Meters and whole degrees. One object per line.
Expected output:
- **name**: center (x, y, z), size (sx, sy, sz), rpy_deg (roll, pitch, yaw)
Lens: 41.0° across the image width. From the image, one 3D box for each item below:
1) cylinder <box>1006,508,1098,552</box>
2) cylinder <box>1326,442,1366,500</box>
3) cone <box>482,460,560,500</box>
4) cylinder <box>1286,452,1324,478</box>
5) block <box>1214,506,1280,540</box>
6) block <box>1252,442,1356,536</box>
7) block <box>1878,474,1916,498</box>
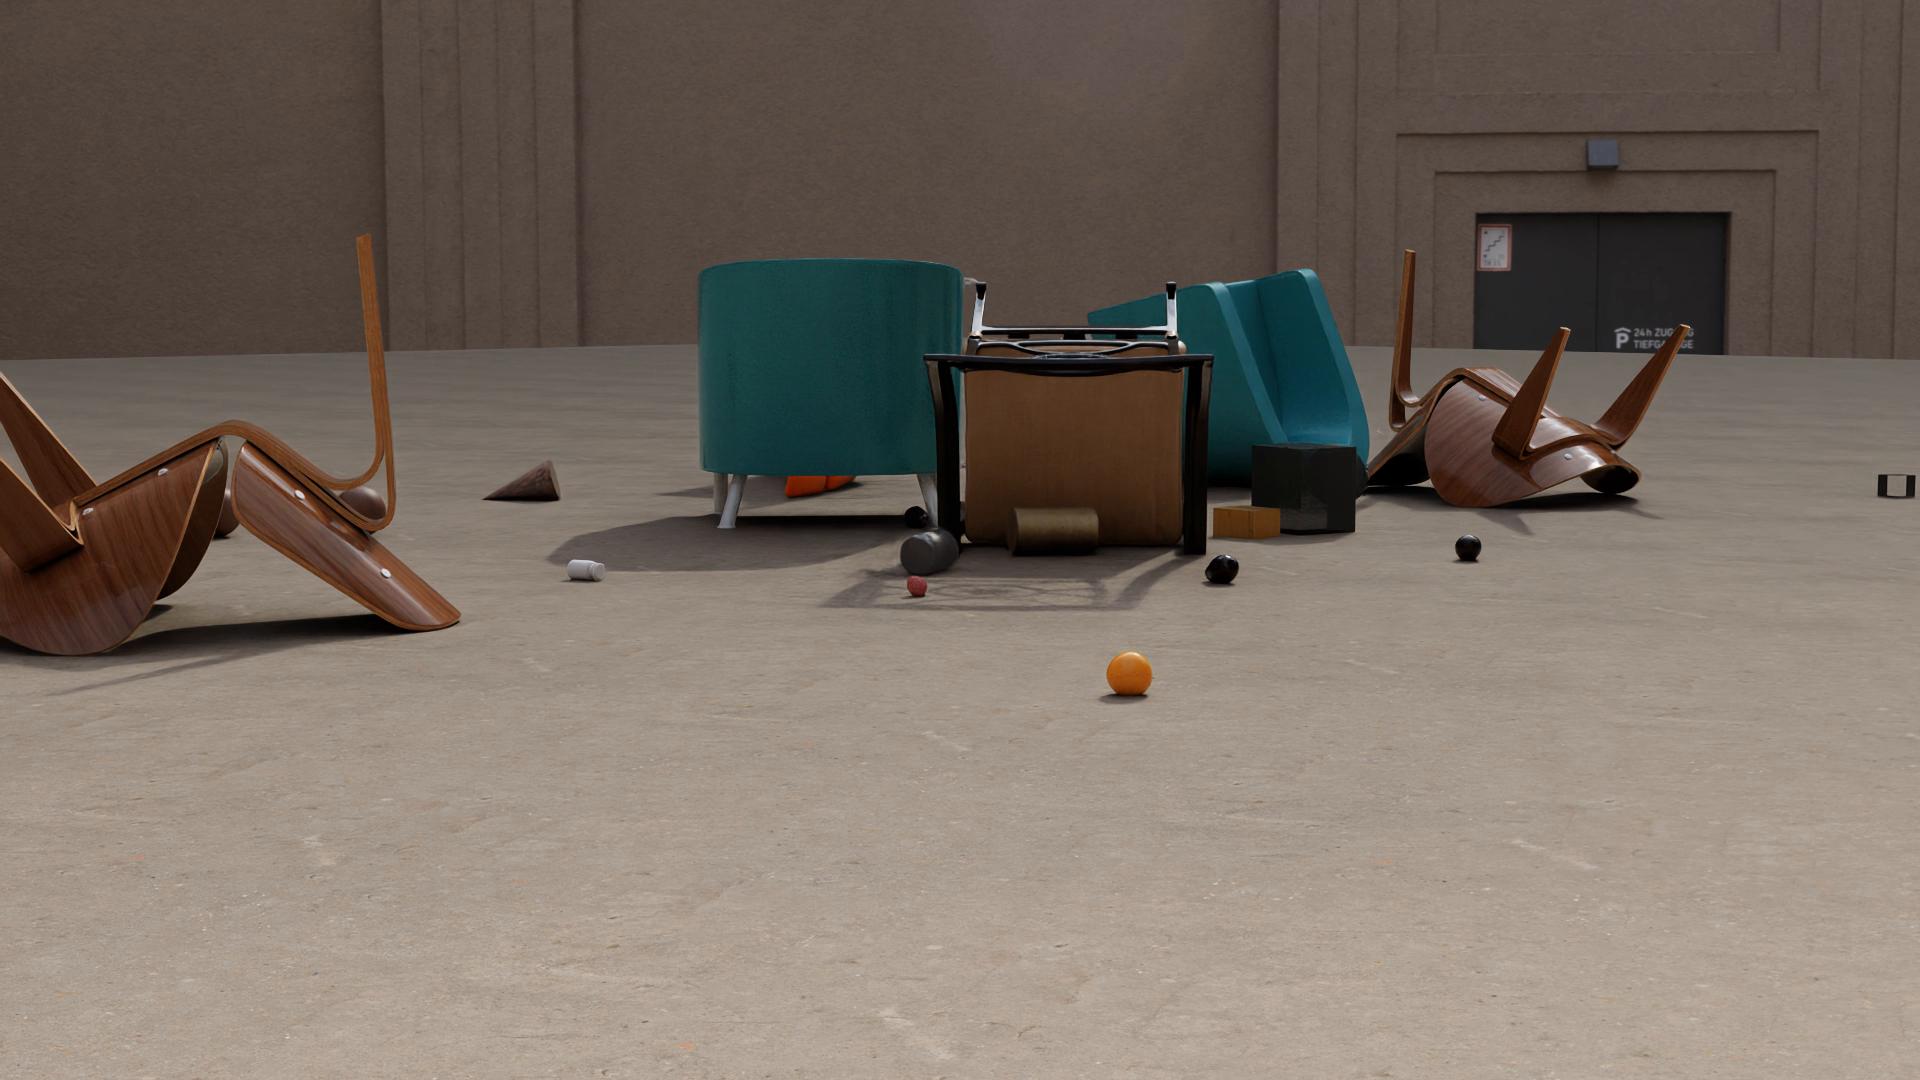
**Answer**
- **cylinder**: center (0.219, -0.024, 6.110), size (0.193, 0.107, 0.194), rpy_deg (-1, -3, -6)
- **cylinder**: center (1.055, -0.188, 7.371), size (0.194, 0.170, 0.131), rpy_deg (44, 29, 26)
- **cone**: center (-1.304, -0.148, 7.570), size (0.224, 0.119, 0.176), rpy_deg (-15, 8, -3)
- **cylinder**: center (1.136, -0.247, 8.447), size (0.126, 0.075, 0.149), rpy_deg (3, 7, 30)
- **block**: center (0.727, -0.045, 6.506), size (0.129, 0.071, 0.109), rpy_deg (6, 8, 44)
- **block**: center (0.888, -0.134, 6.637), size (0.183, 0.219, 0.197), rpy_deg (-4, 7, -33)
- **block**: center (2.804, -0.163, 7.682), size (0.077, 0.064, 0.072), rpy_deg (-3, 7, -26)
